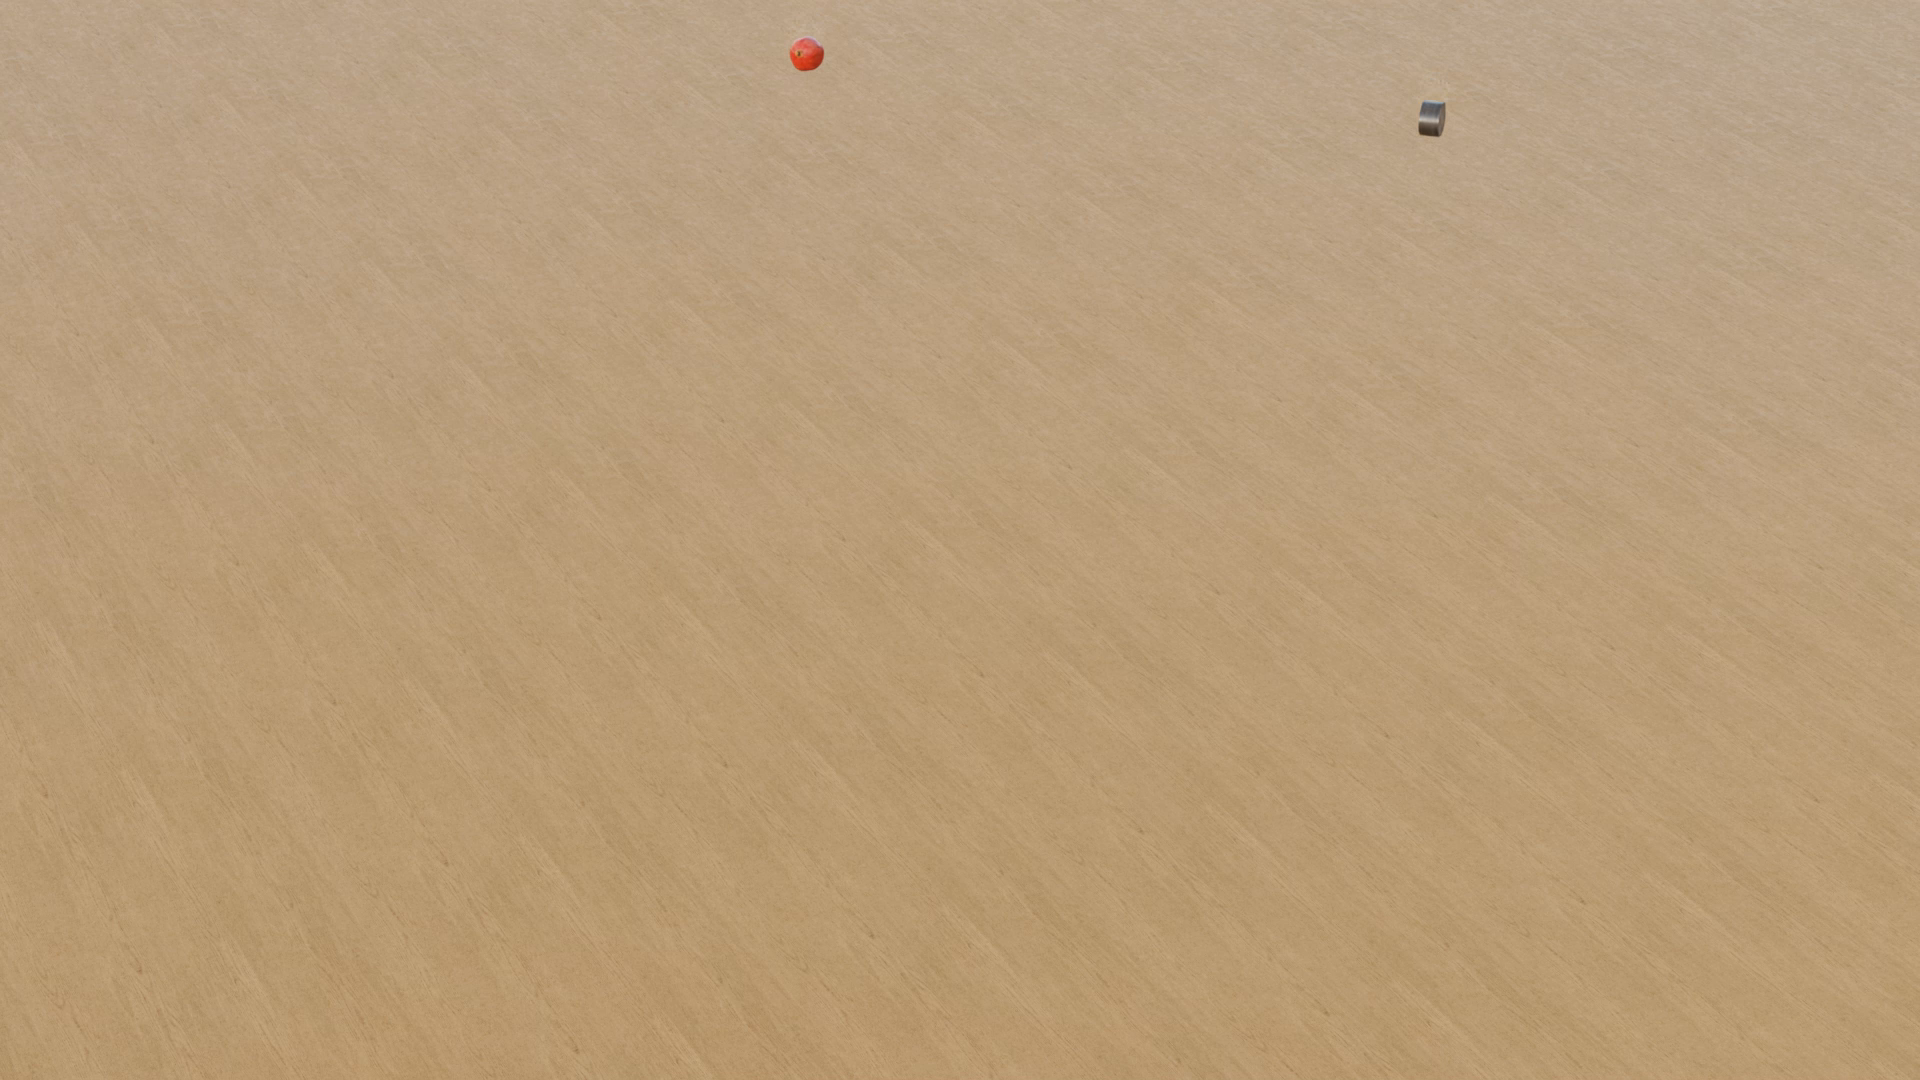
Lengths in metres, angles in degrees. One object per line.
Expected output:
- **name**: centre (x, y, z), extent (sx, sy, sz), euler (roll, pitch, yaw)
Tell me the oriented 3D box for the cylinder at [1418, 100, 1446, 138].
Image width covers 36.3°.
- **cylinder**: centre (1.501, -1.340, 9.320), extent (0.063, 0.111, 0.113), euler (9, 34, 19)
